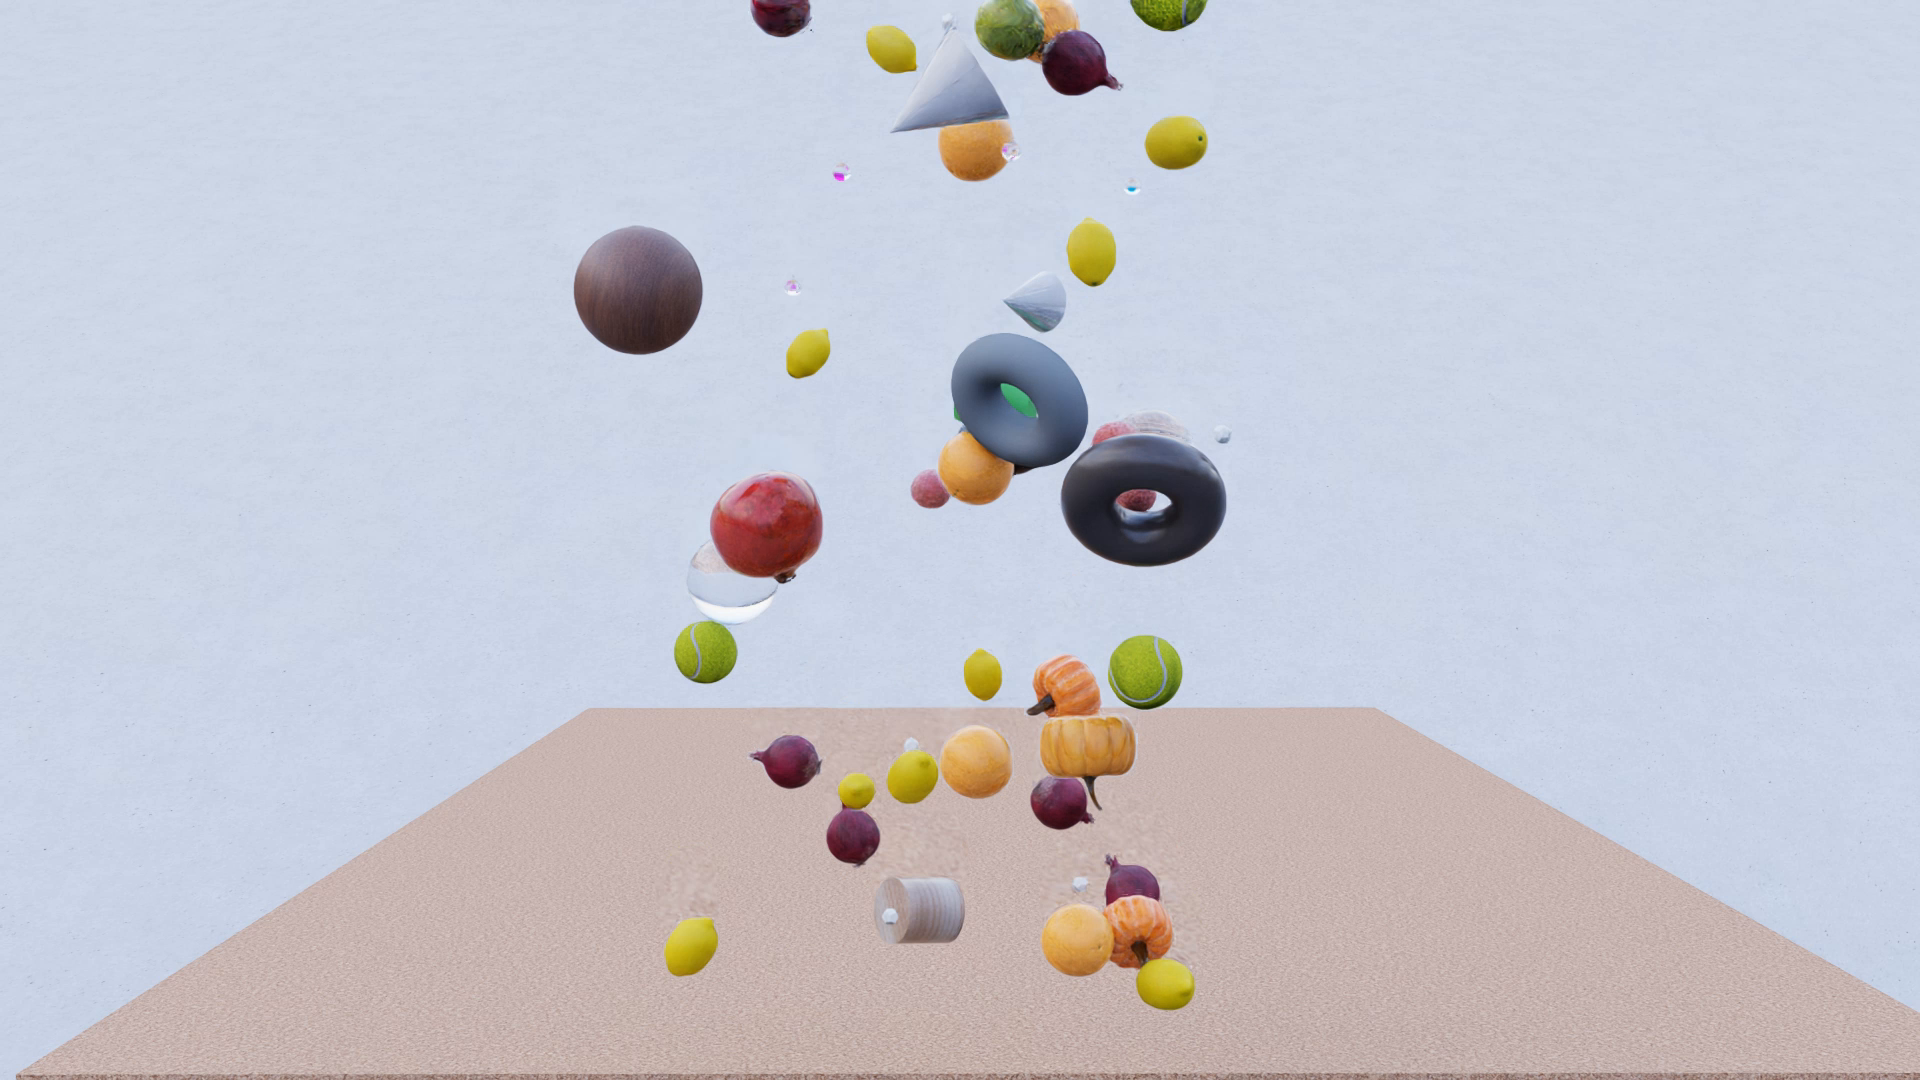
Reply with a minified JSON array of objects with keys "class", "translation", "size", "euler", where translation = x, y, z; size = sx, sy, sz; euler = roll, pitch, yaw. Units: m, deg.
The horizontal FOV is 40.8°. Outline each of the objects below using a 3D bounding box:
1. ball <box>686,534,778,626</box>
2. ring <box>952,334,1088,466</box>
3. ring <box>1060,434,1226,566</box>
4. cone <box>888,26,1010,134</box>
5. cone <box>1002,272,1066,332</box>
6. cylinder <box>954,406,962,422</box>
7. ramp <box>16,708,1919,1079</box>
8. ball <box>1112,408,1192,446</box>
[{"class":"ball","translation":[-0.248,0.043,2.810],"size":[0.100,0.100,0.100],"euler":[0,26,0]},{"class":"ring","translation":[0.054,-0.128,2.374],"size":[0.139,0.139,0.046],"euler":[15,44,28]},{"class":"ring","translation":[0.162,-0.035,2.283],"size":[0.148,0.148,0.049],"euler":[2,46,5]},{"class":"cone","translation":[-0.021,-0.358,2.115],"size":[0.090,0.090,0.090],"euler":[-34,29,2]},{"class":"cone","translation":[0.059,-0.224,2.419],"size":[0.057,0.057,0.057],"euler":[-3,21,-45]},{"class":"cylinder","translation":[0.038,-0.134,2.461],"size":[0.066,0.066,0.066],"euler":[22,30,11]},{"class":"ramp","translation":[0.058,0.529,4.566],"size":[2.000,0.100,4.000],"euler":[0,1,0]},{"class":"ball","translation":[0.199,-0.094,2.683],"size":[0.086,0.086,0.086],"euler":[0,26,0]}]
